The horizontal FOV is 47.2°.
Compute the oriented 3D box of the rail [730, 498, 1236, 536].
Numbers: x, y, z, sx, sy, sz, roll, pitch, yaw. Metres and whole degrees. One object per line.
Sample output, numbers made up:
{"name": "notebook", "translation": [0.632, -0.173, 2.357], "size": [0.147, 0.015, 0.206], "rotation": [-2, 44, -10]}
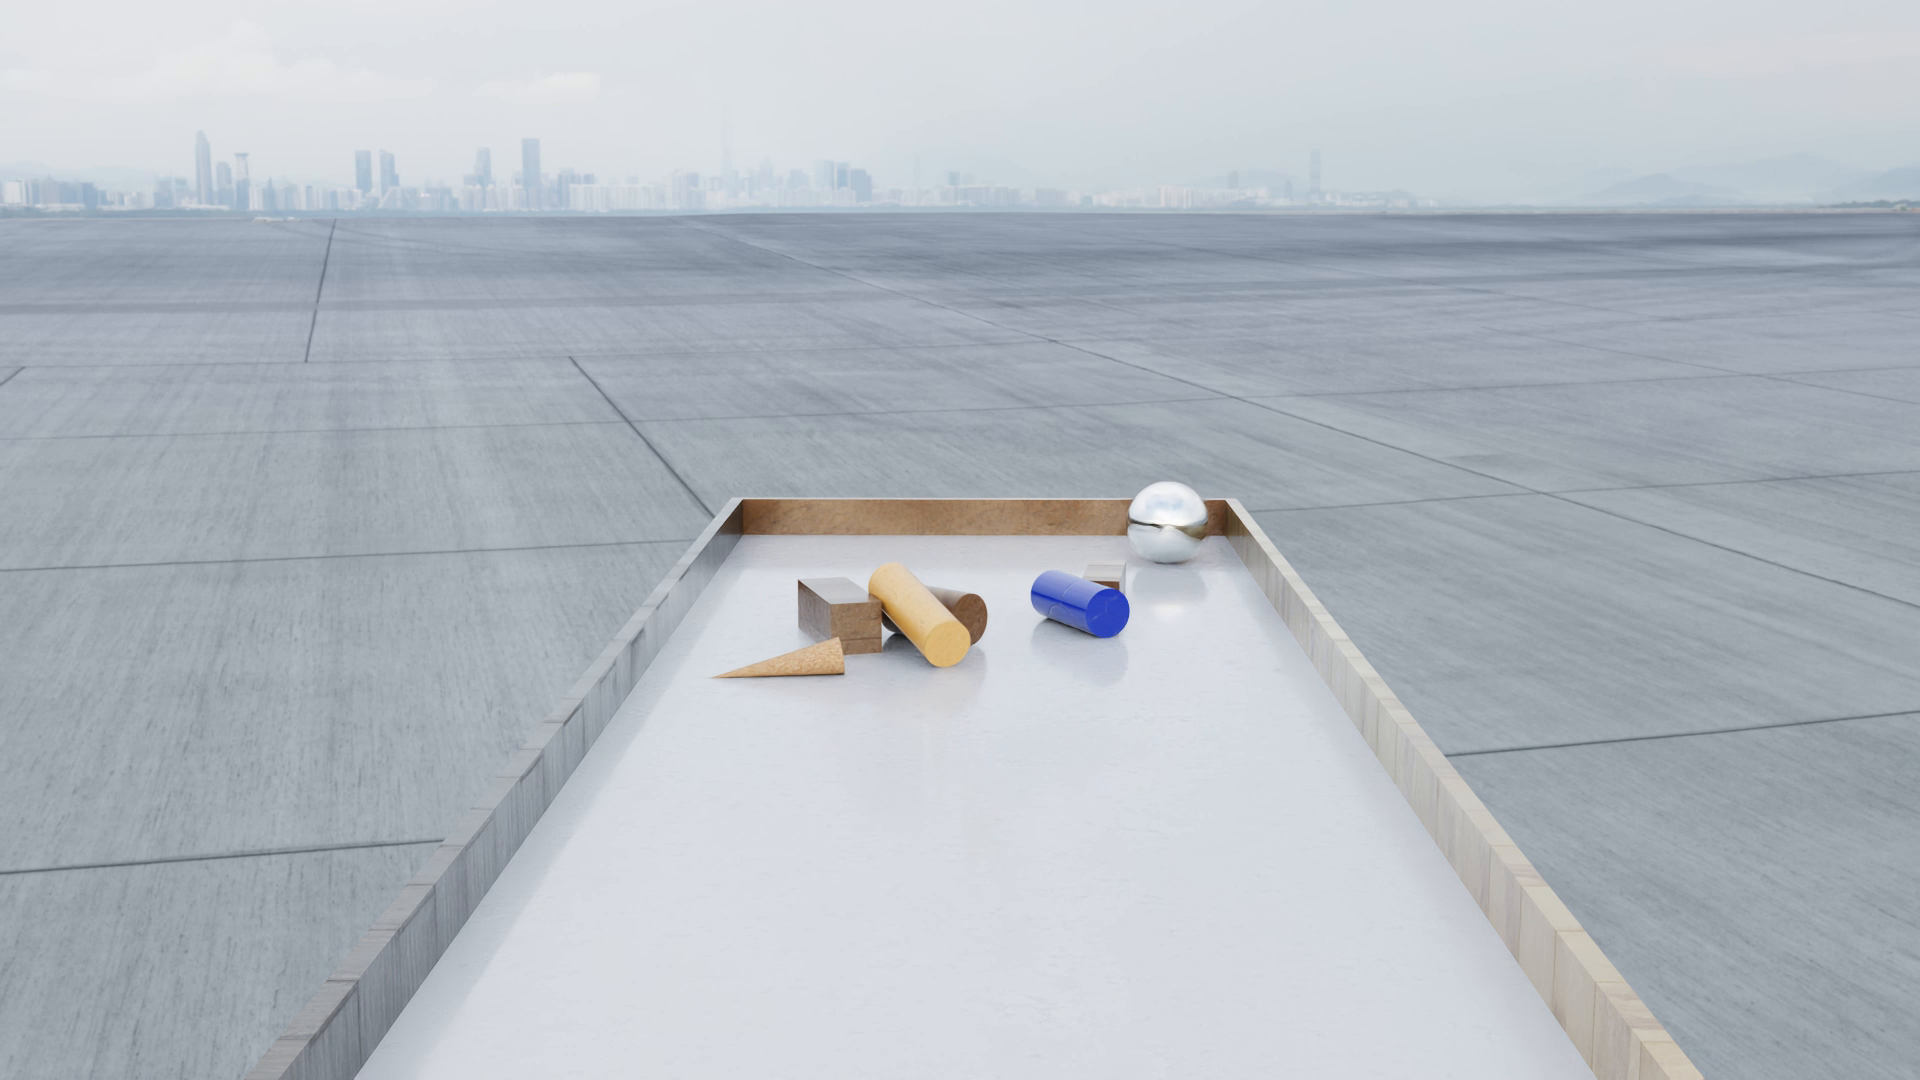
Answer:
{"name": "rail", "translation": [0.099, -0.098, 9.147], "size": [2.100, 0.150, 0.050], "rotation": [0, 9, 1]}

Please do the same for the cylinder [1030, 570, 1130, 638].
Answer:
{"name": "cylinder", "translation": [0.390, 0.206, 7.194], "size": [0.160, 0.160, 0.385], "rotation": [-4, 10, -25]}

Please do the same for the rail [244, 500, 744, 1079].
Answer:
{"name": "rail", "translation": [-1.004, 0.839, 3.234], "size": [0.050, 0.150, 12.000], "rotation": [0, 9, 1]}

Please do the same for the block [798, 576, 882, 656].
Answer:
{"name": "block", "translation": [-0.386, 0.239, 6.988], "size": [0.162, 0.162, 0.458], "rotation": [-3, 9, -17]}

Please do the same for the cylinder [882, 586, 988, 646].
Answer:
{"name": "cylinder", "translation": [-0.086, 0.233, 7.003], "size": [0.319, 0.168, 0.168], "rotation": [9, 12, 43]}

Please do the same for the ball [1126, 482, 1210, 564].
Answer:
{"name": "ball", "translation": [0.797, -0.068, 8.436], "size": [0.314, 0.314, 0.314], "rotation": [0, 9, 0]}

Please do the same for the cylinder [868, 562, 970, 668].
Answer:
{"name": "cylinder", "translation": [-0.129, 0.226, 6.762], "size": [0.149, 0.149, 0.456], "rotation": [-4, 24, -25]}

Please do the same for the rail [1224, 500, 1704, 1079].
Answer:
{"name": "rail", "translation": [1.046, 0.843, 3.208], "size": [0.050, 0.150, 12.000], "rotation": [0, 9, 1]}

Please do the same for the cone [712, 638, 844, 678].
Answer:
{"name": "cone", "translation": [-0.545, 0.373, 6.478], "size": [0.398, 0.110, 0.110], "rotation": [-9, 10, -8]}

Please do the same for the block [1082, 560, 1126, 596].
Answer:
{"name": "block", "translation": [0.495, 0.167, 7.551], "size": [0.127, 0.127, 0.425], "rotation": [1, 9, 7]}
